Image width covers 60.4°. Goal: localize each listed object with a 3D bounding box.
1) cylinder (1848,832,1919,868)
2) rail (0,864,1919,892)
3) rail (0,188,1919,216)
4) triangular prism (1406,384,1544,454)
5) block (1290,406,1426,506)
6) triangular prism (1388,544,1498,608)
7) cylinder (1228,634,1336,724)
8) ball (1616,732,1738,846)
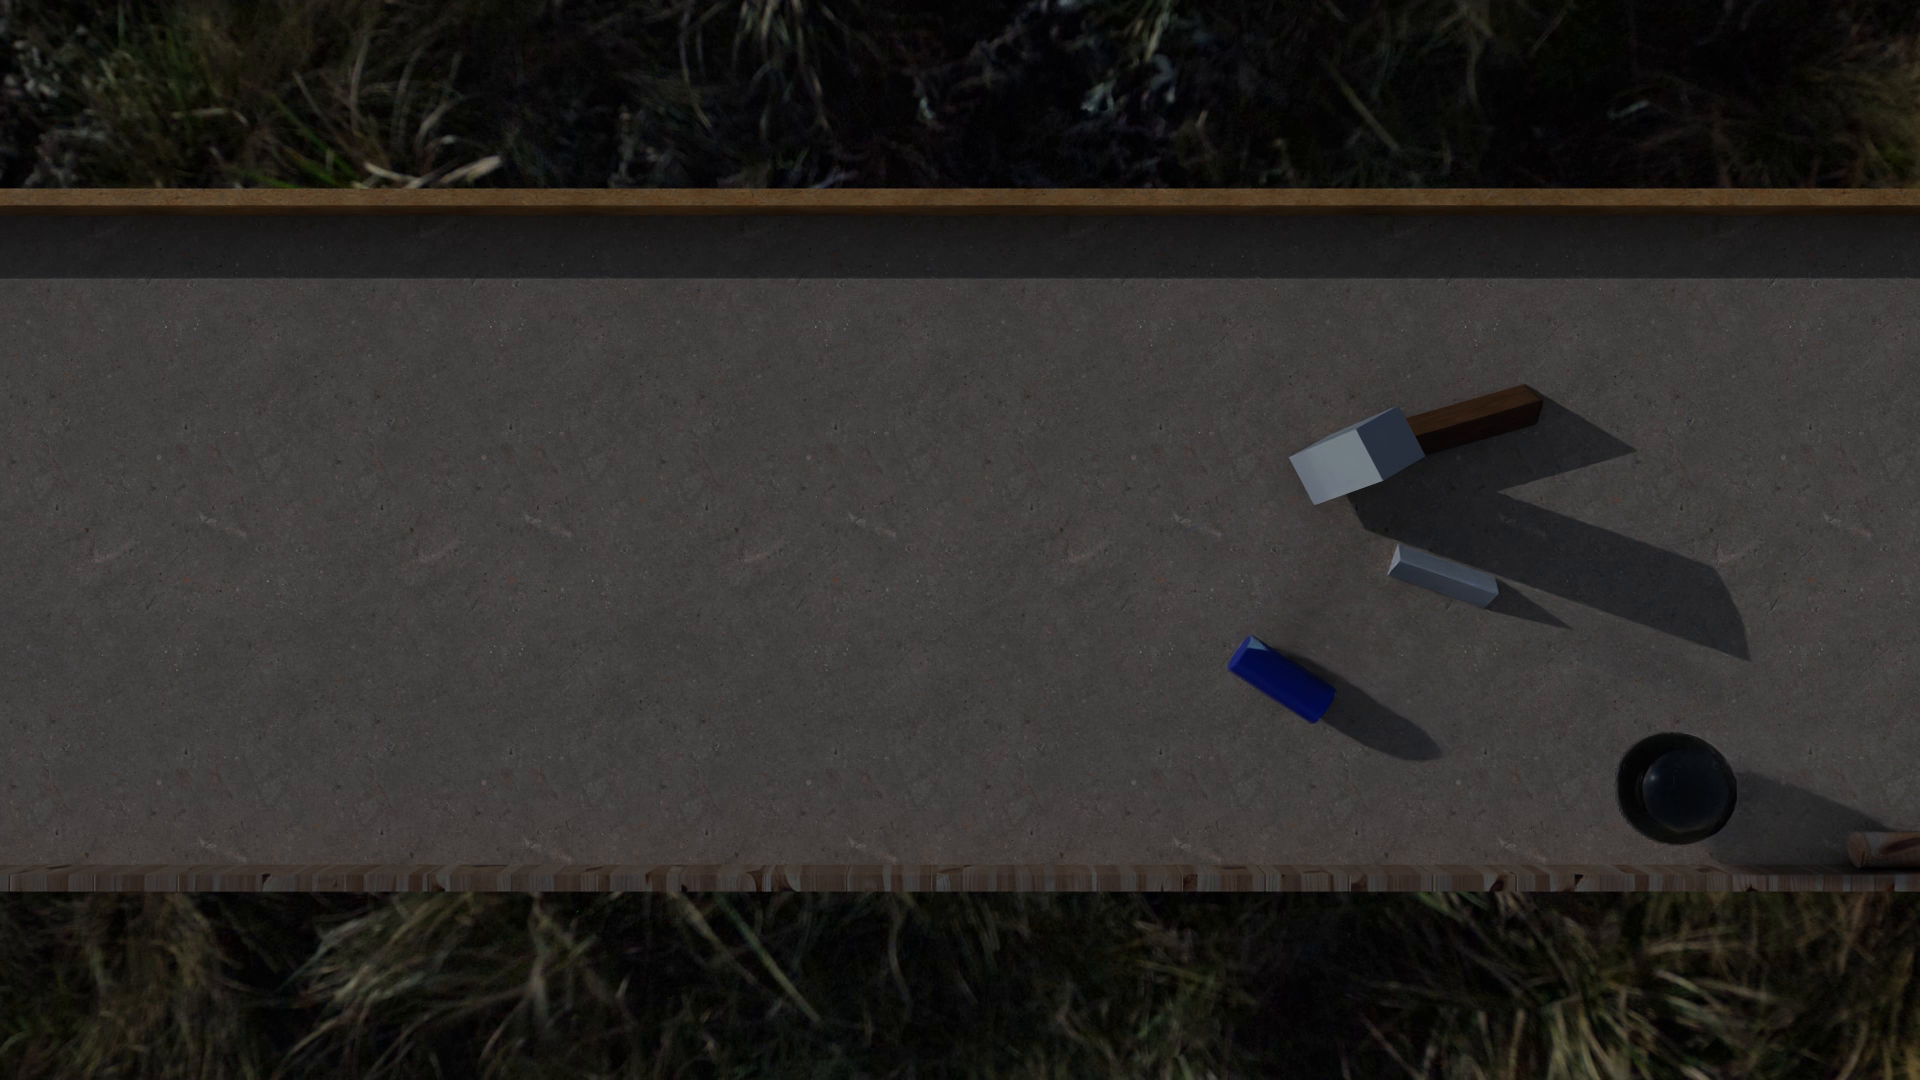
[{"bbox_3d":[2.888,0.943,5.021,0.311,0.111,0.111,0,90,0],"label":"cylinder"},{"bbox_3d":[-2.247,1.025,5.001,12.000,0.150,0.050,0,90,0],"label":"rail"},{"bbox_3d":[-2.247,-1.025,5.002,12.000,0.150,0.050,0,90,0],"label":"rail"},{"bbox_3d":[1.542,-0.357,5.019,0.444,0.108,0.125,-16,90,0],"label":"triangular prism"},{"bbox_3d":[1.167,-0.246,4.868,0.165,0.383,0.165,-28,90,-20],"label":"block"},{"bbox_3d":[1.480,0.111,5.031,0.314,0.086,0.100,19,90,0],"label":"triangular prism"},{"bbox_3d":[0.978,0.421,5.013,0.303,0.127,0.127,33,90,0],"label":"cylinder"},{"bbox_3d":[2.130,0.739,4.910,0.333,0.333,0.333,0,90,0],"label":"ball"}]
